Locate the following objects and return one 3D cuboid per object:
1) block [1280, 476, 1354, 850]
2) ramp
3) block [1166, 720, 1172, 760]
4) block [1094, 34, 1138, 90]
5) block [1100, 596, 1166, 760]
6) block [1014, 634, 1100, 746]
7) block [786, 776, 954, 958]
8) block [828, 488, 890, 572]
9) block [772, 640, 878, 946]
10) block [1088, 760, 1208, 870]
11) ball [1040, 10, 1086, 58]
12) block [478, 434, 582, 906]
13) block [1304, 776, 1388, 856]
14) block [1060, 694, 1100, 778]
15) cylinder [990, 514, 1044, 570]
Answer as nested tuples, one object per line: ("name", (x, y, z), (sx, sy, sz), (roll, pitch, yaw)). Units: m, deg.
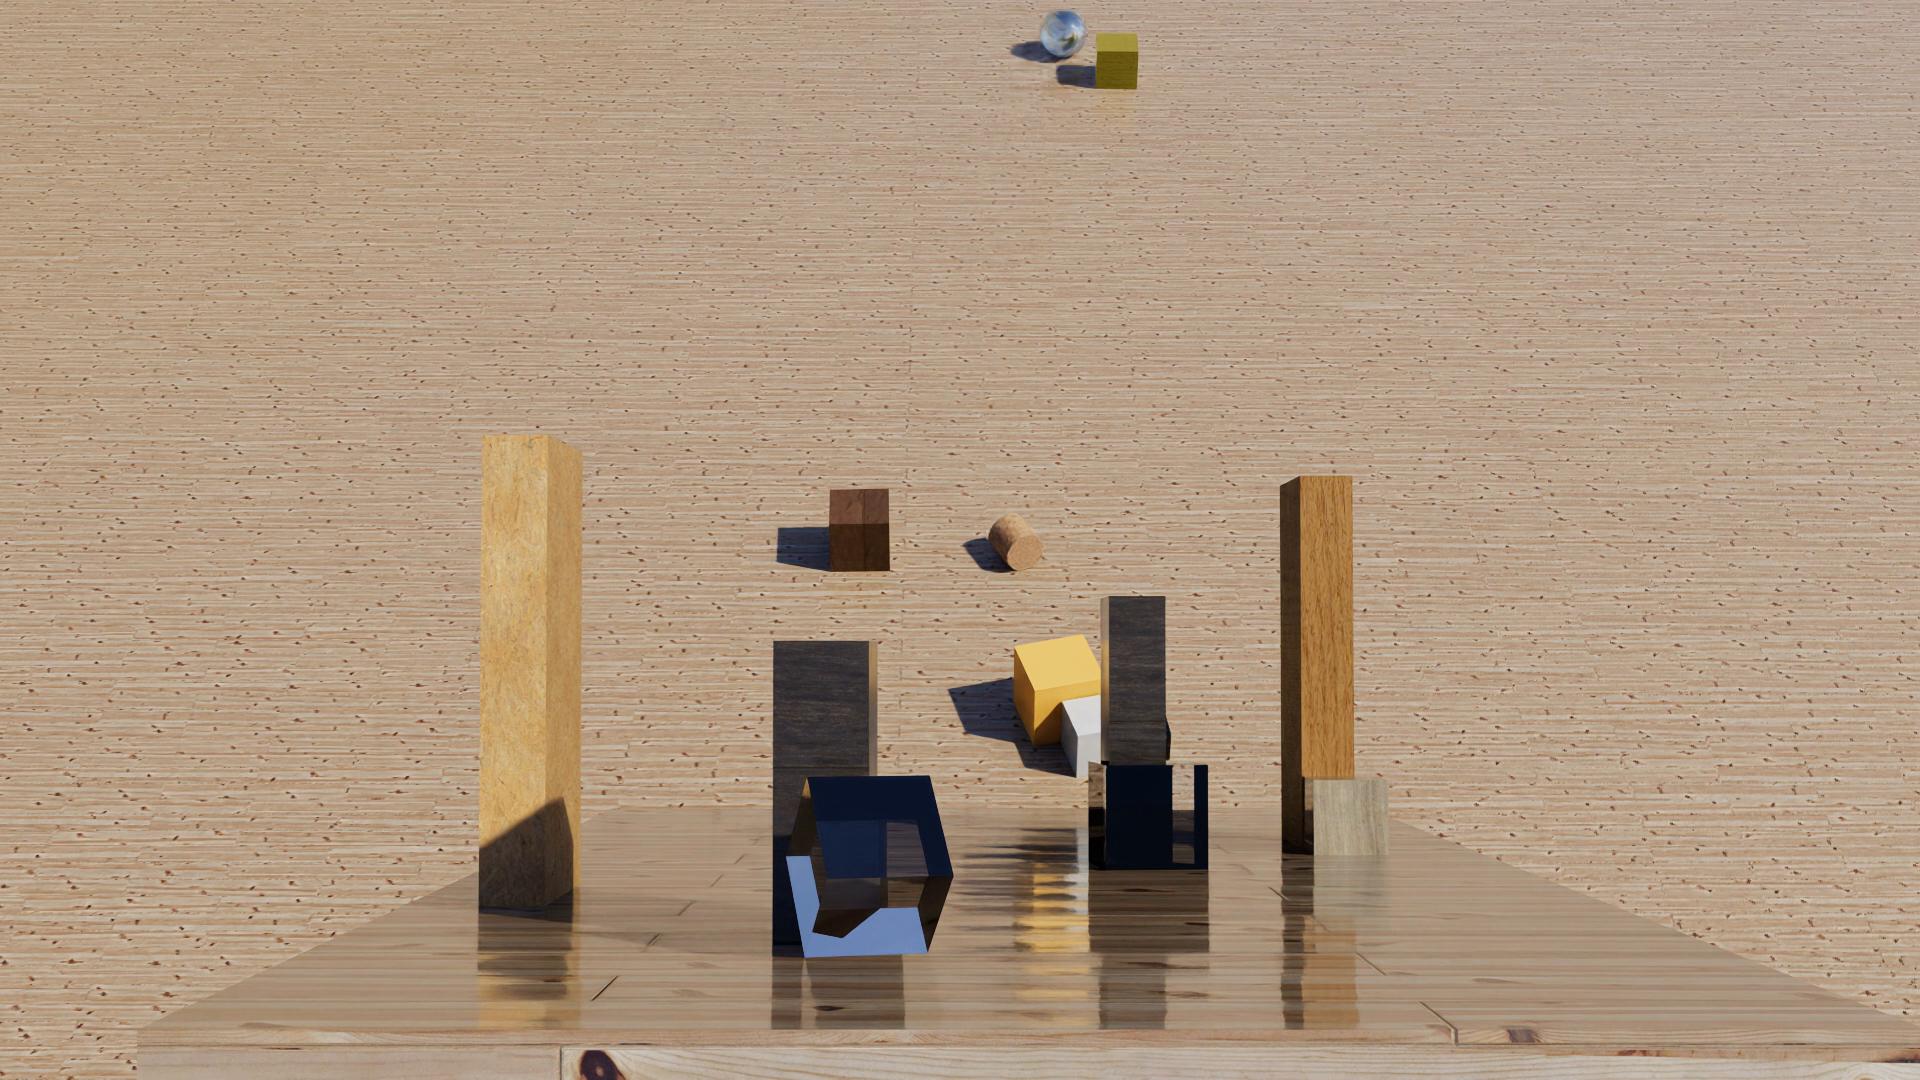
("block", (0.779, 0.266, 5.691), (0.111, 0.792, 0.353), (0, -2, 0))
("ramp", (0.080, 0.680, 4.903), (2.000, 0.100, 4.000), (0, -2, 0))
("block", (0.514, 0.547, 7.163), (0.112, 0.112, 0.112), (-4, 37, -5))
("block", (0.629, -1.926, 10.461), (0.165, 0.165, 0.165), (1, 37, 1))
("block", (0.355, 0.383, 5.363), (0.114, 0.530, 0.314), (0, -2, 0))
("block", (0.275, 0.419, 7.261), (0.201, 0.201, 0.201), (-9, 38, -12))
("block", (-0.128, 0.452, 3.607), (0.176, 0.176, 0.176), (1, 45, -17))
("block", (-0.304, -0.030, 7.886), (0.180, 0.180, 0.180), (-1, 37, -1))
("block", (-0.200, 0.371, 3.931), (0.138, 0.437, 0.384), (0, -2, 0))
("block", (0.367, 0.537, 5.092), (0.201, 0.201, 0.201), (0, -2, -6))
("ball", (0.423, -2.070, 10.636), (0.188, 0.188, 0.188), (0, 37, 0))
("block", (-0.740, 0.223, 4.506), (0.109, 0.780, 0.403), (0, -2, 0))
("block", (0.804, 0.574, 5.424), (0.154, 0.154, 0.154), (0, -2, 0))
("block", (0.373, 0.536, 7.146), (0.151, 0.151, 0.151), (-9, 37, -12))
("cylinder", (0.171, 0.006, 7.884), (0.125, 0.125, 0.125), (-16, 39, -20))
